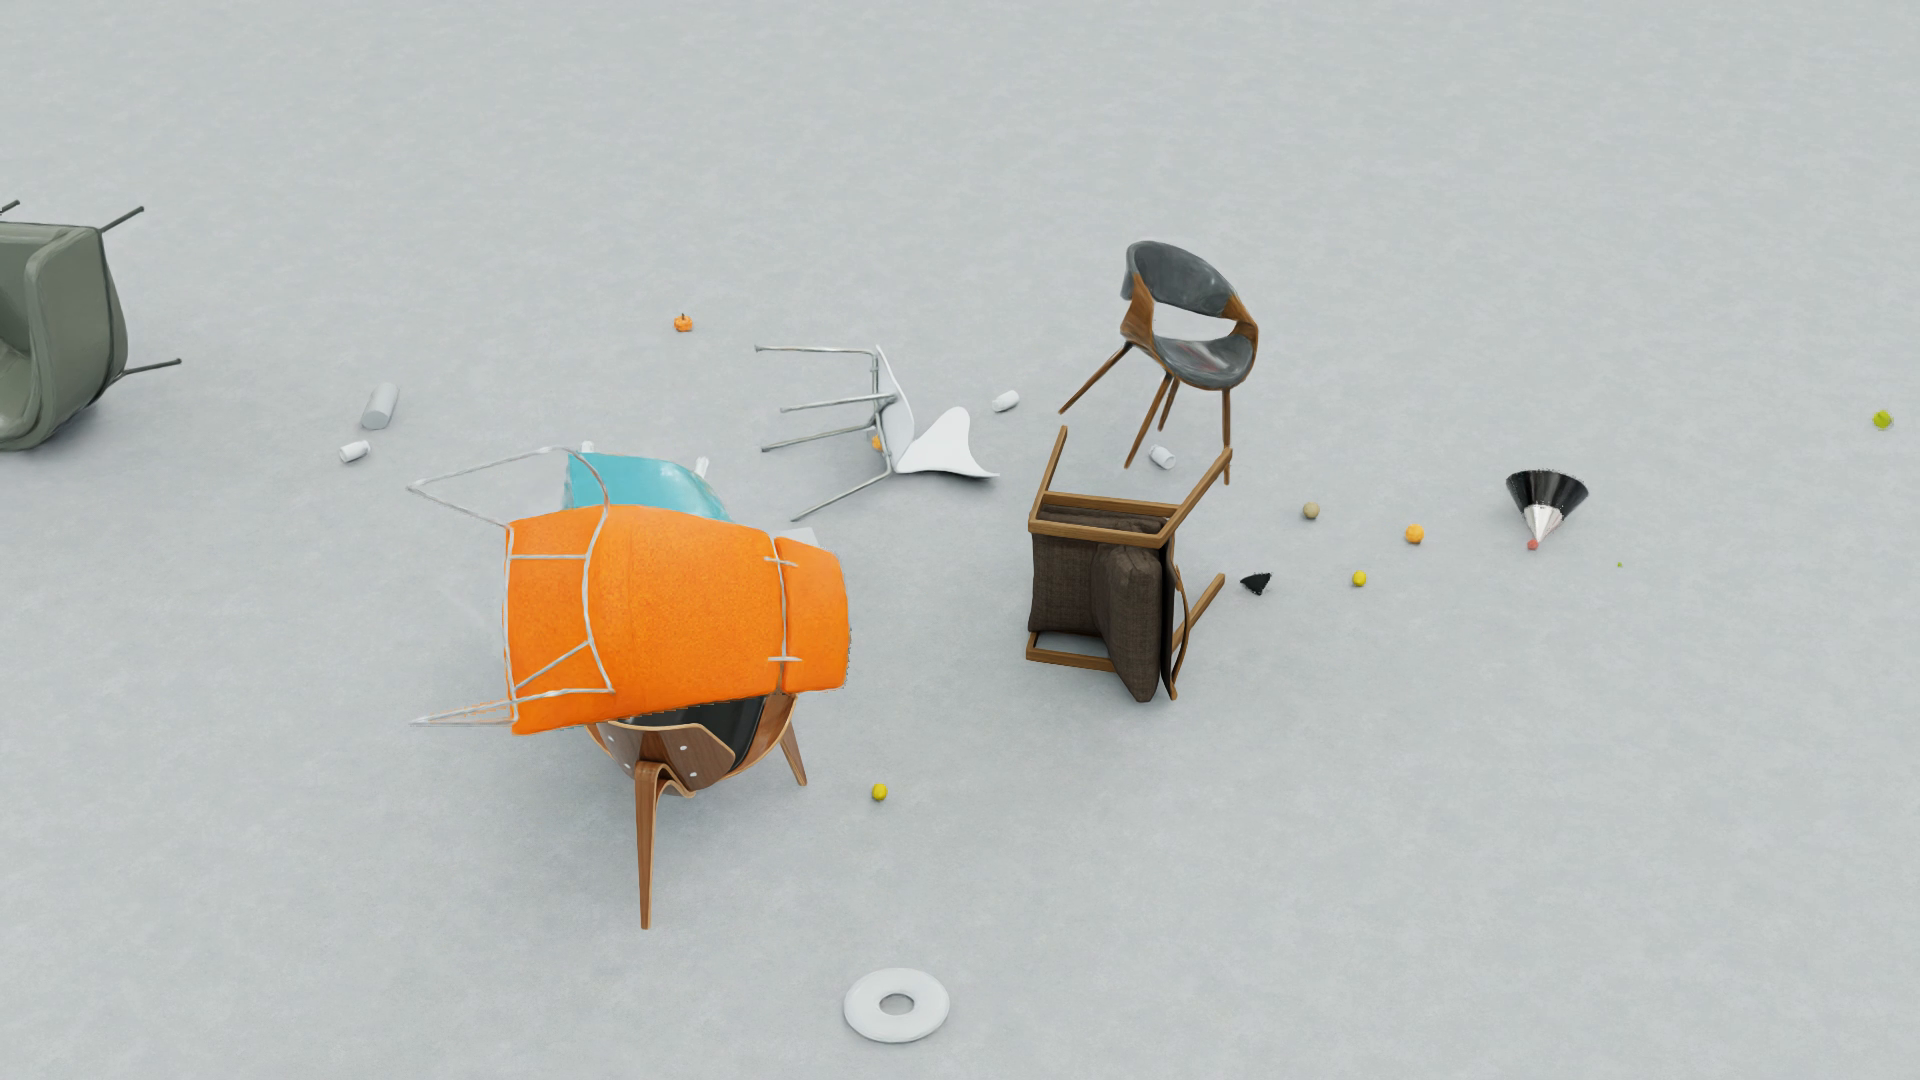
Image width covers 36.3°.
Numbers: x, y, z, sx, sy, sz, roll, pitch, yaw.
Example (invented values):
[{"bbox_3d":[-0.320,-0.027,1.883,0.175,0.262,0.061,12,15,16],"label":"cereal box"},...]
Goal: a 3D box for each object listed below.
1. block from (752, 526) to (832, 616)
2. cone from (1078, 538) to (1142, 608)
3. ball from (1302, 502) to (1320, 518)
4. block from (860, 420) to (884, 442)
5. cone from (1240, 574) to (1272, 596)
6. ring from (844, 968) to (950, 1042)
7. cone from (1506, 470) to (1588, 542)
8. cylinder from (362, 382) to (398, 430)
[{"bbox_3d":[-0.613,0.114,10.642,0.223,0.144,0.326,-8,34,-12],"label":"block"},{"bbox_3d":[0.515,0.155,10.619,0.207,0.213,0.291,-21,48,22],"label":"cone"},{"bbox_3d":[1.325,-0.113,11.058,0.064,0.064,0.064,0,33,0],"label":"ball"},{"bbox_3d":[-0.347,-0.430,11.554,0.080,0.048,0.054,-17,37,-24],"label":"block"},{"bbox_3d":[1.082,0.171,10.647,0.119,0.107,0.067,-14,73,12],"label":"cone"},{"bbox_3d":[-0.190,1.393,8.790,0.322,0.045,0.315,-24,41,-31],"label":"ring"},{"bbox_3d":[2.182,-0.092,10.978,0.312,0.267,0.234,10,64,9],"label":"cone"},{"bbox_3d":[-2.308,-0.533,11.675,0.109,0.085,0.219,-11,32,9],"label":"cylinder"}]
